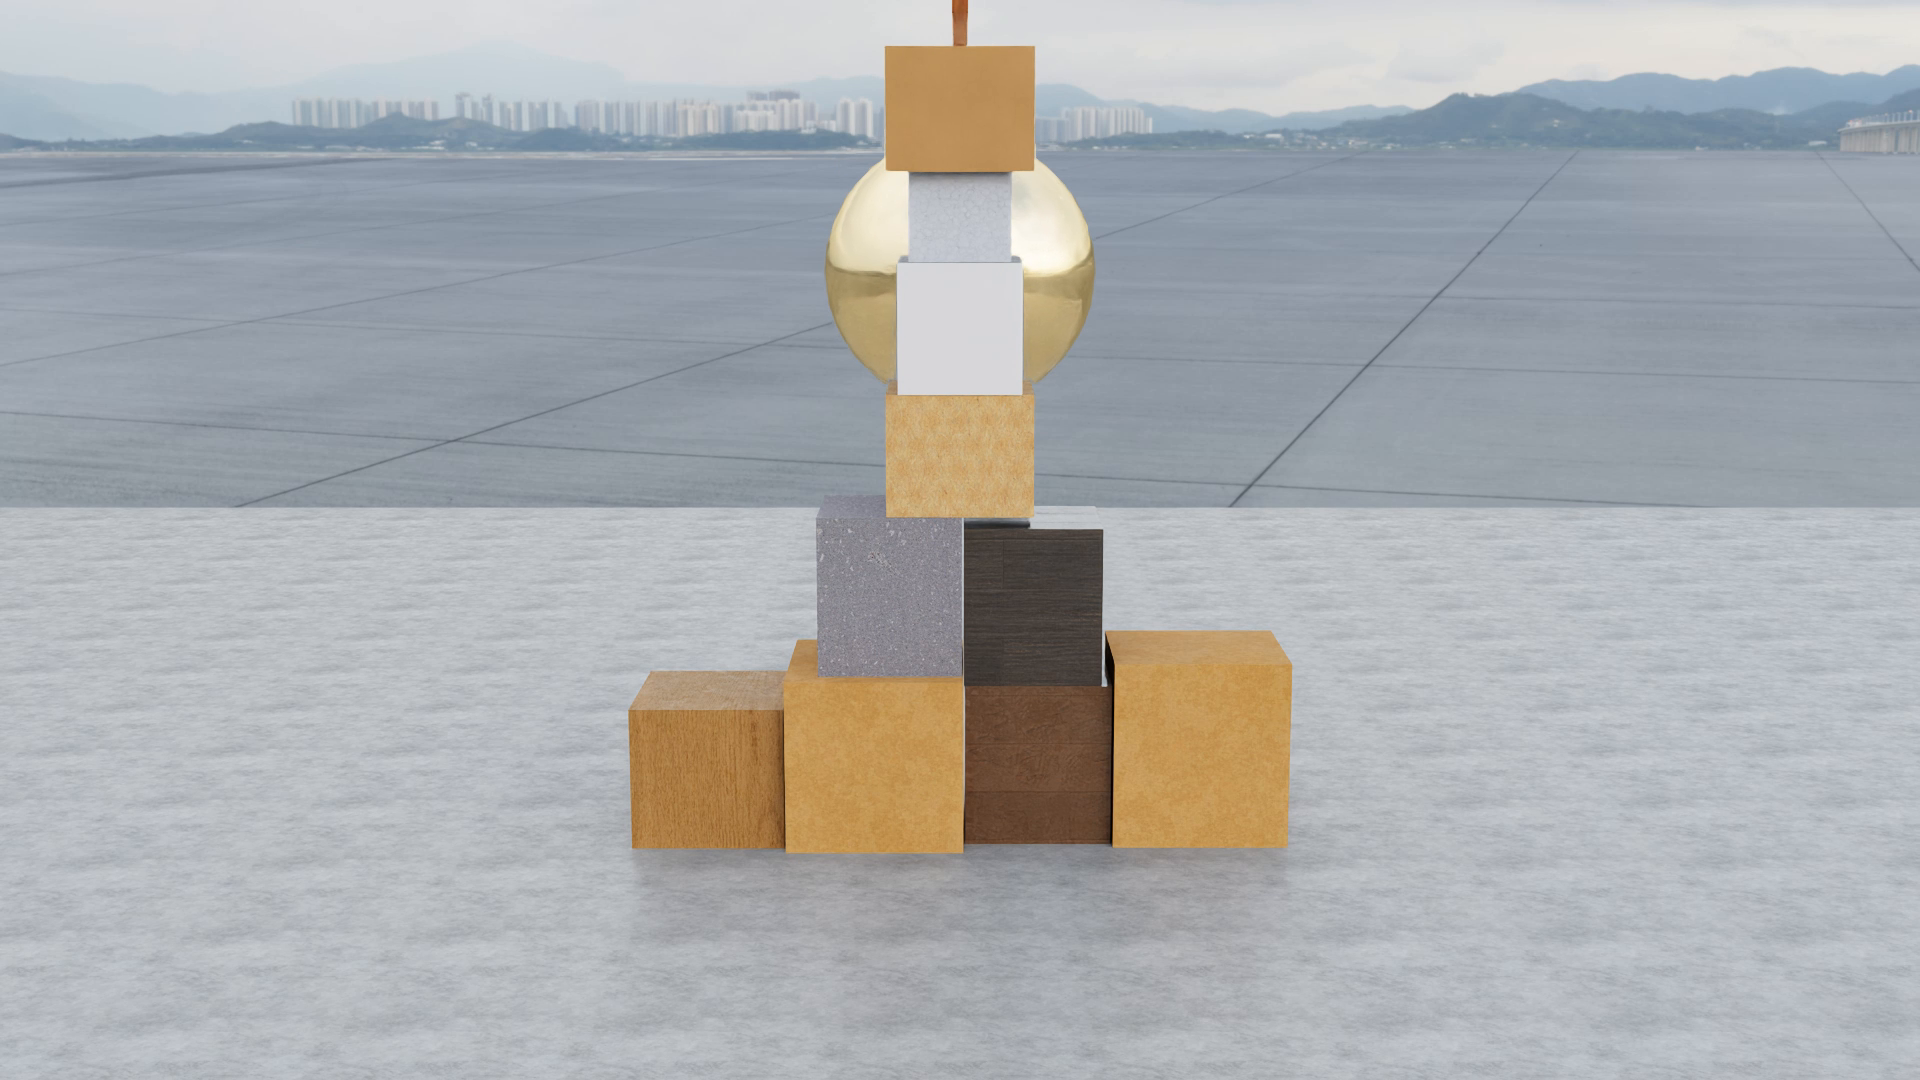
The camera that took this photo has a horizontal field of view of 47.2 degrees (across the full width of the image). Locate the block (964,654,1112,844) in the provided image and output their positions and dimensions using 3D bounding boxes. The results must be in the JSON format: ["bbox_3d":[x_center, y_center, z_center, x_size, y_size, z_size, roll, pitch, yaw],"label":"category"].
[{"bbox_3d":[0.392,1.072,11.379,0.733,0.820,0.684,0,10,0],"label":"block"}]

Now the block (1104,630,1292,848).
[{"bbox_3d":[1.208,1.013,11.353,0.878,0.945,0.771,0,10,0],"label":"block"}]

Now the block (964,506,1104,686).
[{"bbox_3d":[0.364,0.275,11.247,0.688,0.795,0.697,0,10,0],"label":"block"}]

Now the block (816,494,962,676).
[{"bbox_3d":[-0.349,0.222,11.222,0.717,0.801,0.724,0,10,0],"label":"block"}]

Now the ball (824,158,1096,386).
[{"bbox_3d":[0.000,-1.585,13.000,1.600,1.600,1.600,0,10,0],"label":"ball"}]

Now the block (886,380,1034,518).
[{"bbox_3d":[0.000,-0.469,11.096,0.727,0.605,0.677,0,10,0],"label":"block"}]

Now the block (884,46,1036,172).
[{"bbox_3d":[0.000,-2.113,10.806,0.714,0.589,0.677,0,10,0],"label":"block"}]

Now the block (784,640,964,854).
[{"bbox_3d":[-0.427,1.047,11.367,0.885,0.873,0.959,0,10,0],"label":"block"}]

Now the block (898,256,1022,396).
[{"bbox_3d":[0.000,-1.081,10.987,0.606,0.638,0.696,0,10,0],"label":"block"}]

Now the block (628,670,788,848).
[{"bbox_3d":[-1.263,1.123,11.385,0.767,0.717,0.822,0,10,0],"label":"block"}]

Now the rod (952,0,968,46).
[{"bbox_3d":[0.000,-4.514,11.273,0.080,5.200,0.080,0,31,0],"label":"rod"}]

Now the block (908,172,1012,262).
[{"bbox_3d":[0.000,-1.606,10.876,0.500,0.434,0.443,0,10,0],"label":"block"}]
